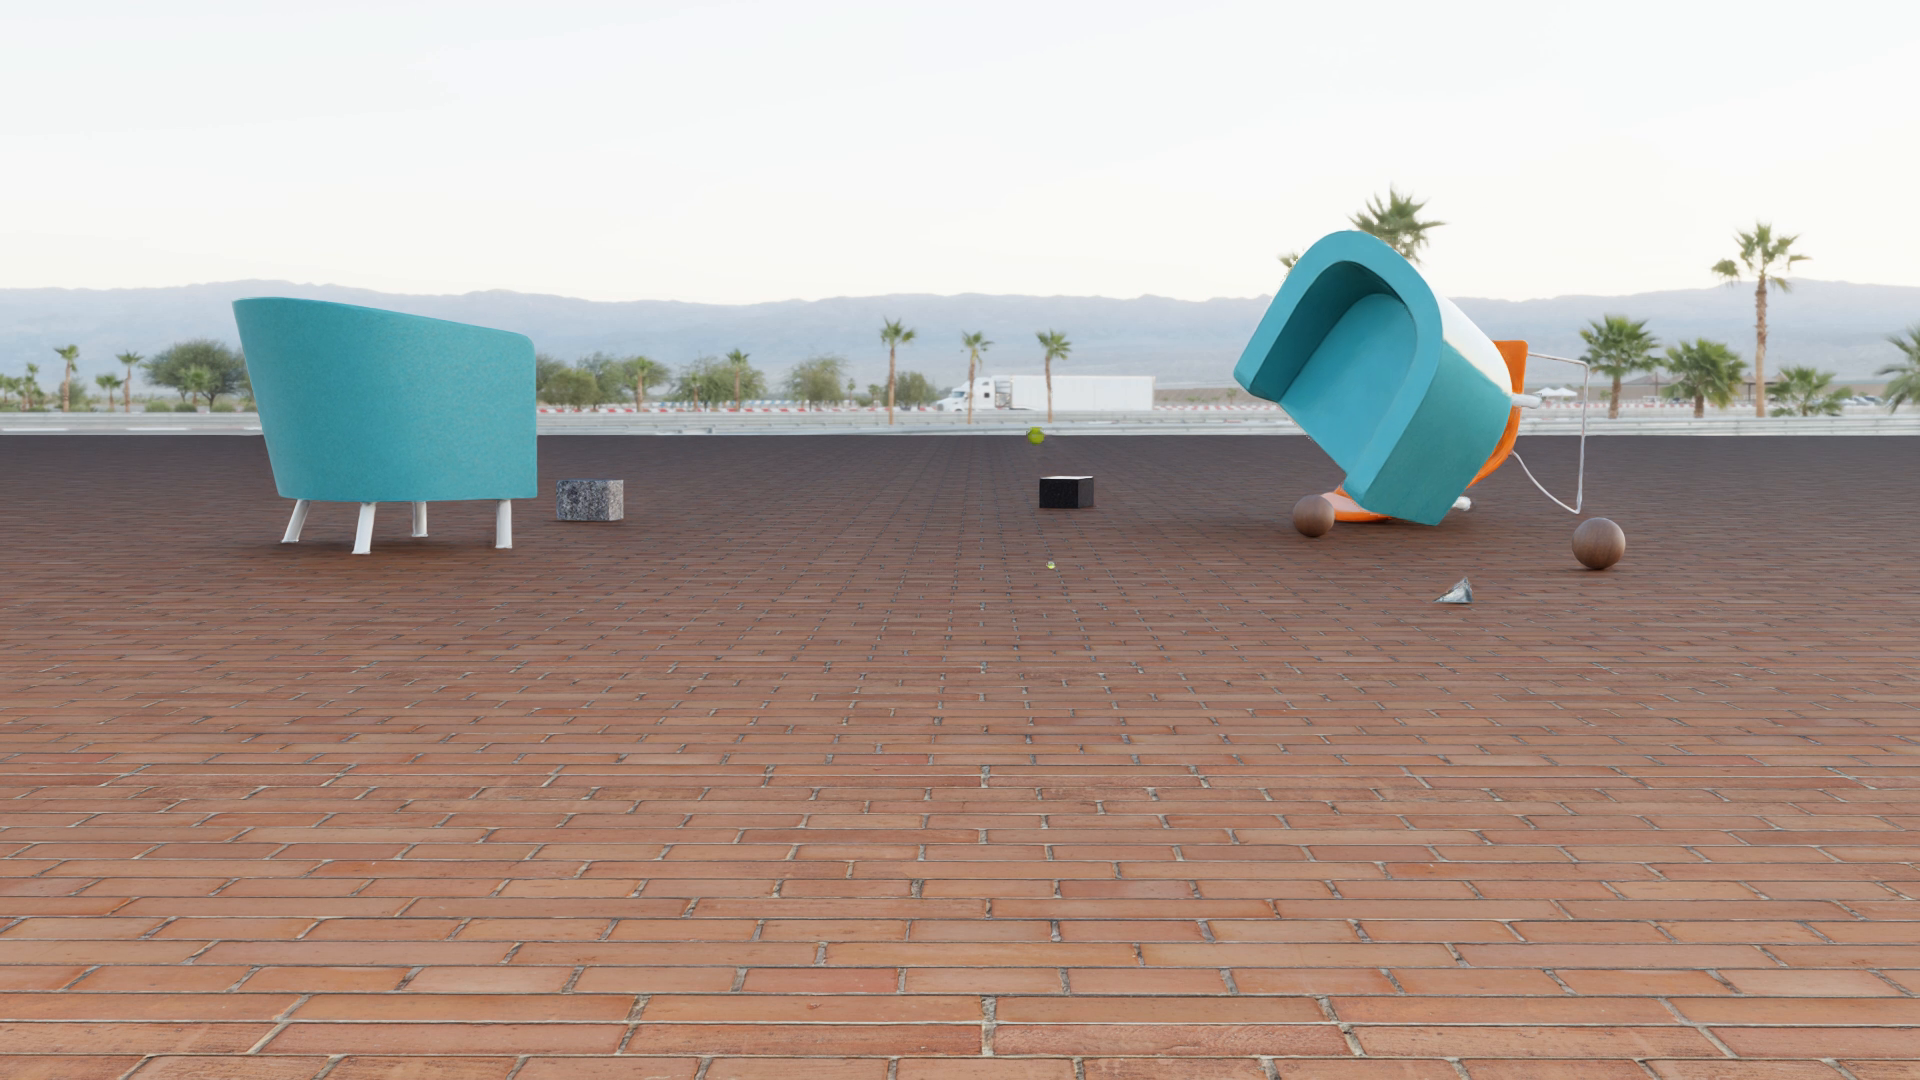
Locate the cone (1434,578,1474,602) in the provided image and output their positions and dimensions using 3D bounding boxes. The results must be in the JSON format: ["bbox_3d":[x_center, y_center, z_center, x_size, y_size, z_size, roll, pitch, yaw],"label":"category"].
[{"bbox_3d":[1.034,0.119,4.633,0.080,0.053,0.079,-18,1,16],"label":"cone"}]

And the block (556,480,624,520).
[{"bbox_3d":[-1.276,-0.139,7.586,0.192,0.135,0.132,1,4,13],"label":"block"}]

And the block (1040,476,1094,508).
[{"bbox_3d":[0.407,-0.182,8.385,0.153,0.111,0.209,1,4,19],"label":"block"}]
